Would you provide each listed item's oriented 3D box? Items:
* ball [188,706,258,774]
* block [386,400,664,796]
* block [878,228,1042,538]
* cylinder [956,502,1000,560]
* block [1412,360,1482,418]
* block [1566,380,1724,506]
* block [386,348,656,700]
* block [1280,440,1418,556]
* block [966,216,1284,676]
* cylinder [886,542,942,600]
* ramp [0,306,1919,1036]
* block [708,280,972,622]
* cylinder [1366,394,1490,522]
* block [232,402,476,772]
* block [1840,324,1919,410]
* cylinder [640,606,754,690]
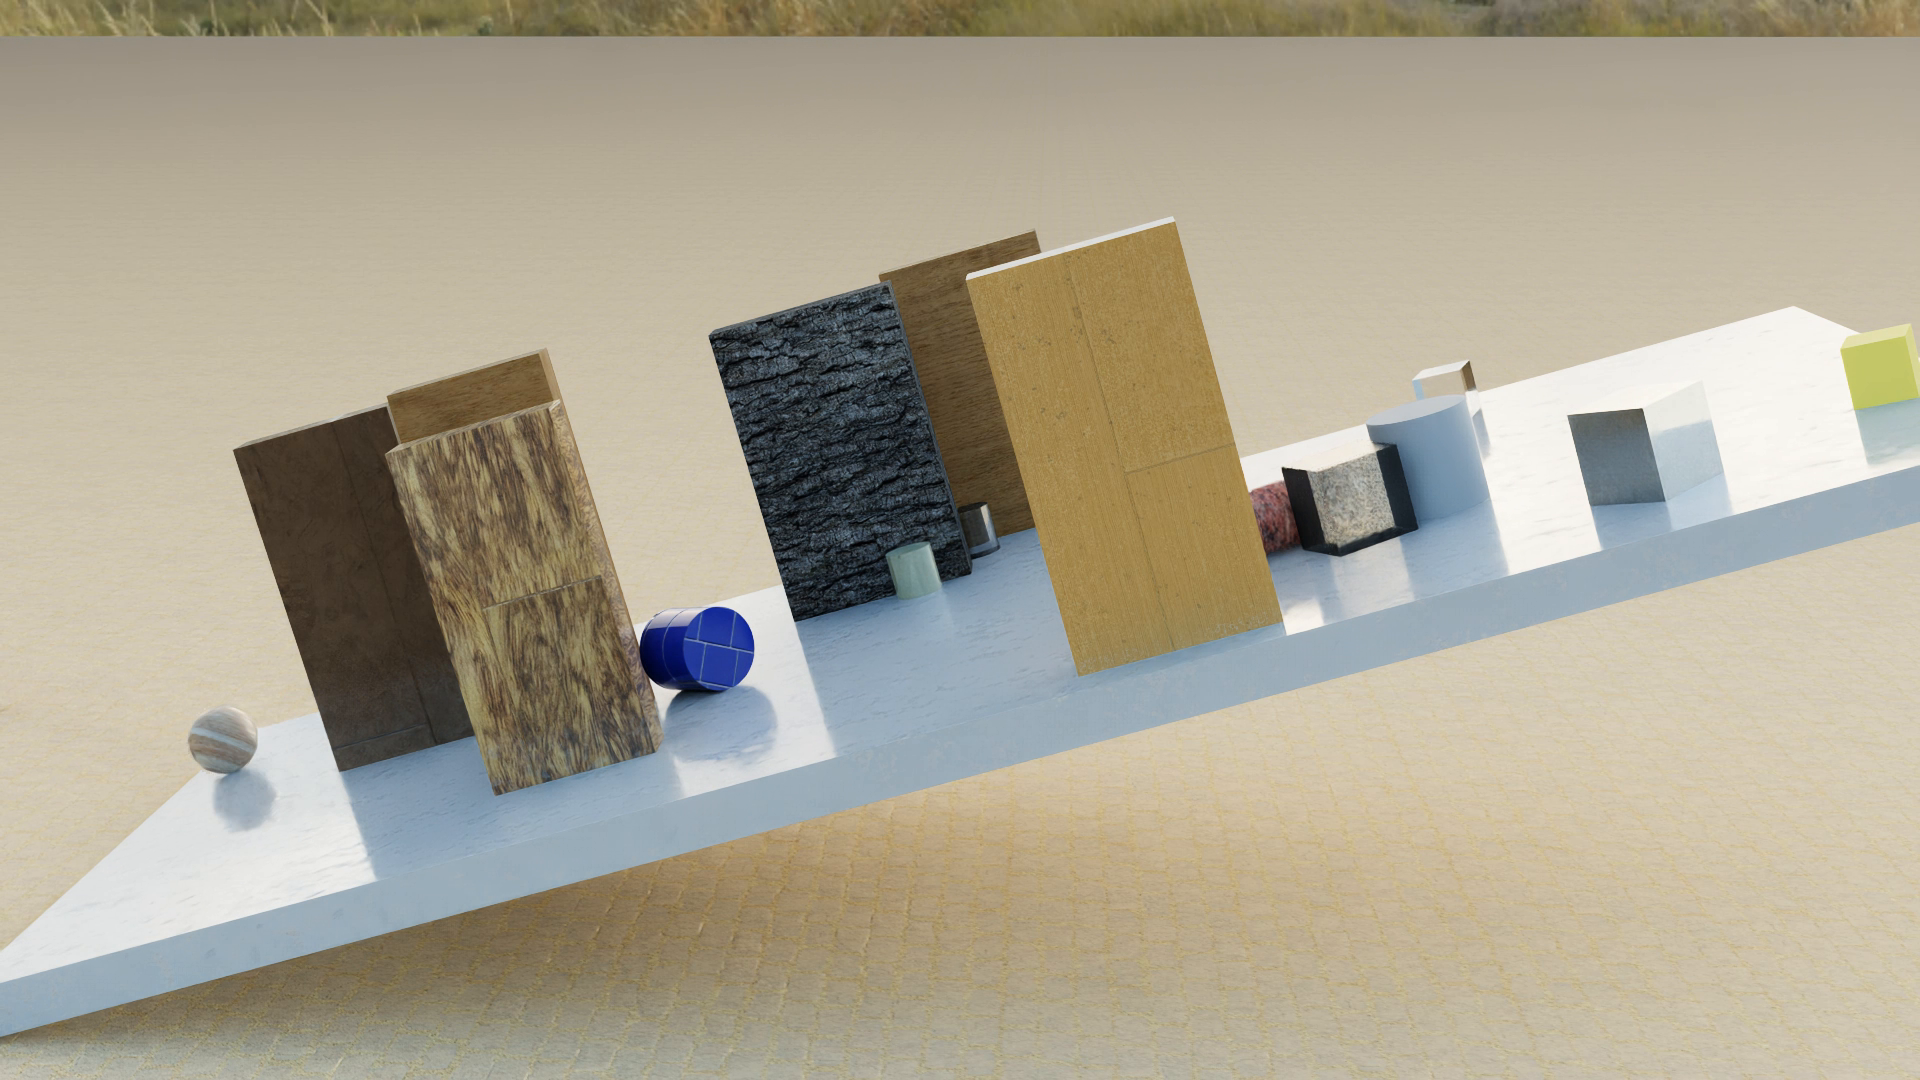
[{"bbox_3d":[-1.737,0.472,6.936,0.160,0.160,0.160,0,10,0],"label":"ball"},{"bbox_3d":[-0.860,0.116,5.847,0.337,0.715,0.126,-15,10,4],"label":"block"},{"bbox_3d":[0.087,-0.364,7.100,0.388,0.690,0.082,-15,10,4],"label":"block"},{"bbox_3d":[0.027,-0.020,6.974,0.112,0.112,0.112,-16,10,3],"label":"cylinder"},{"bbox_3d":[1.153,-0.347,6.967,0.117,0.117,0.117,-12,10,24],"label":"block"},{"bbox_3d":[1.302,-0.184,5.588,0.183,0.183,0.183,-23,12,-36],"label":"block"},{"bbox_3d":[-0.932,0.020,6.274,0.337,0.793,0.099,-15,10,4],"label":"block"},{"bbox_3d":[0.781,-0.085,5.901,0.178,0.178,0.178,-19,10,-16],"label":"block"},{"bbox_3d":[0.304,-0.170,5.415,0.391,0.762,0.120,-15,10,4],"label":"block"},{"bbox_3d":[-0.105,0.070,6.696,0.105,0.105,0.105,-16,10,3],"label":"cylinder"},{"bbox_3d":[0.086,0.189,6.324,4.000,0.100,2.000,-15,10,4],"label":"ramp"},{"bbox_3d":[-0.271,-0.204,6.772,0.425,0.690,0.122,-15,10,4],"label":"block"},{"bbox_3d":[0.953,-0.166,5.993,0.207,0.207,0.207,-16,10,3],"label":"cylinder"},{"bbox_3d":[-1.317,0.103,6.551,0.357,0.756,0.120,-15,10,4],"label":"block"},{"bbox_3d":[1.823,-0.343,5.811,0.125,0.125,0.125,-12,11,25],"label":"block"},{"bbox_3d":[-0.564,0.233,6.305,0.179,0.179,0.179,-8,3,-37],"label":"cylinder"}]
